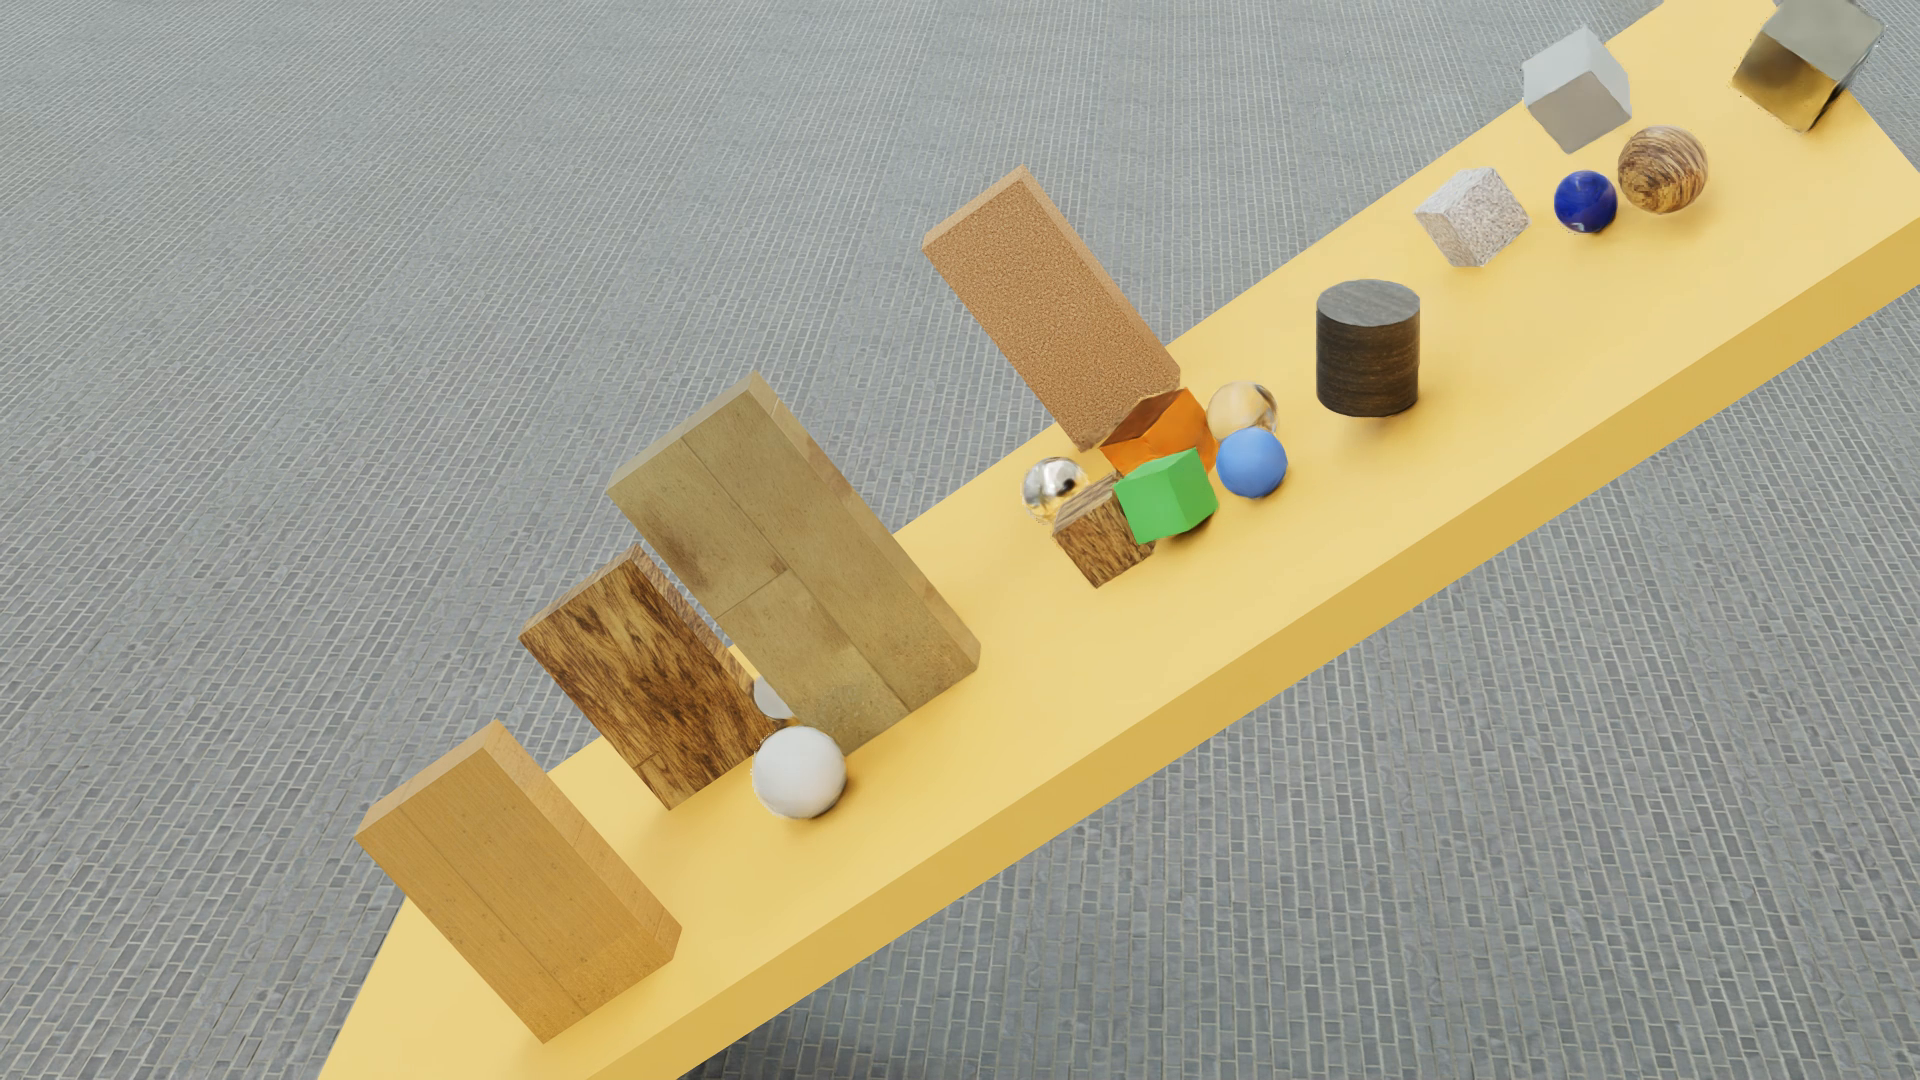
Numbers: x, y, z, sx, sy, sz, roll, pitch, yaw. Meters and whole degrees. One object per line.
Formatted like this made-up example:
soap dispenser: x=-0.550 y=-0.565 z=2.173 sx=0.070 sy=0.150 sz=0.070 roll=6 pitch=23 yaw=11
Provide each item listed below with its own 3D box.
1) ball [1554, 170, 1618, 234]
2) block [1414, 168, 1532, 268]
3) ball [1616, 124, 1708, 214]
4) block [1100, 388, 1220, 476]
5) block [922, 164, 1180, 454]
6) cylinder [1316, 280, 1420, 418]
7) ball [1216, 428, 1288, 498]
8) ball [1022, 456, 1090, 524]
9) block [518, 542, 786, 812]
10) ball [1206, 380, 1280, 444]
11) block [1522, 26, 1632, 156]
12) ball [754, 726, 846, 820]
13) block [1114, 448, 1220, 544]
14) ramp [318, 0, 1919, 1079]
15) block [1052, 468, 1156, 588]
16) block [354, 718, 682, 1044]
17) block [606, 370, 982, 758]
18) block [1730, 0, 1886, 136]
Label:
ball: x=1.226 y=-0.664 z=5.766 sx=0.124 sy=0.124 sz=0.124 roll=0 pitch=23 yaw=0
block: x=1.065 y=-0.670 z=6.113 sx=0.145 sy=0.145 sz=0.145 roll=-41 pitch=16 yaw=-8
ball: x=1.309 y=-0.691 z=5.481 sx=0.166 sy=0.166 sz=0.166 roll=0 pitch=23 yaw=0
block: x=0.432 y=-0.196 z=6.193 sx=0.162 sy=0.162 sz=0.162 roll=-47 pitch=17 yaw=-27
block: x=0.214 y=-0.530 z=6.781 sx=0.282 sy=0.614 sz=0.126 roll=-34 pitch=16 yaw=17
cylinder: x=0.783 y=-0.368 z=5.645 sx=0.196 sy=0.196 sz=0.196 roll=-3 pitch=31 yaw=2
ball: x=0.574 y=-0.152 z=5.788 sx=0.140 sy=0.140 sz=0.140 roll=0 pitch=23 yaw=0
ball: x=0.213 y=-0.110 z=6.475 sx=0.150 sy=0.150 sz=0.150 roll=0 pitch=23 yaw=0
block: x=-0.692 y=0.312 z=6.630 sx=0.331 sy=0.535 sz=0.089 roll=-34 pitch=16 yaw=17
ball: x=0.581 y=-0.255 z=6.043 sx=0.149 sy=0.149 sz=0.149 roll=0 pitch=23 yaw=0
block: x=1.176 y=-0.857 z=5.606 sx=0.143 sy=0.143 sz=0.143 roll=-29 pitch=34 yaw=32
ball: x=-0.326 y=0.473 z=5.993 sx=0.190 sy=0.190 sz=0.190 roll=0 pitch=23 yaw=0
block: x=0.414 y=-0.088 z=5.893 sx=0.131 sy=0.131 sz=0.131 roll=-16 pitch=11 yaw=38
ramp: x=0.128 y=0.179 z=6.323 sx=4.000 sy=0.100 sz=2.000 roll=-34 pitch=16 yaw=17
block: x=0.301 y=-0.023 z=6.034 sx=0.148 sy=0.148 sz=0.148 roll=-33 pitch=17 yaw=22
block: x=-0.884 y=0.690 z=5.916 sx=0.345 sy=0.584 sz=0.127 roll=-34 pitch=16 yaw=17
block: x=-0.339 y=0.061 z=6.104 sx=0.377 sy=0.762 sz=0.121 roll=-34 pitch=16 yaw=17
block: x=1.565 y=-0.895 z=5.438 sx=0.171 sy=0.171 sz=0.171 roll=38 pitch=66 yaw=13
